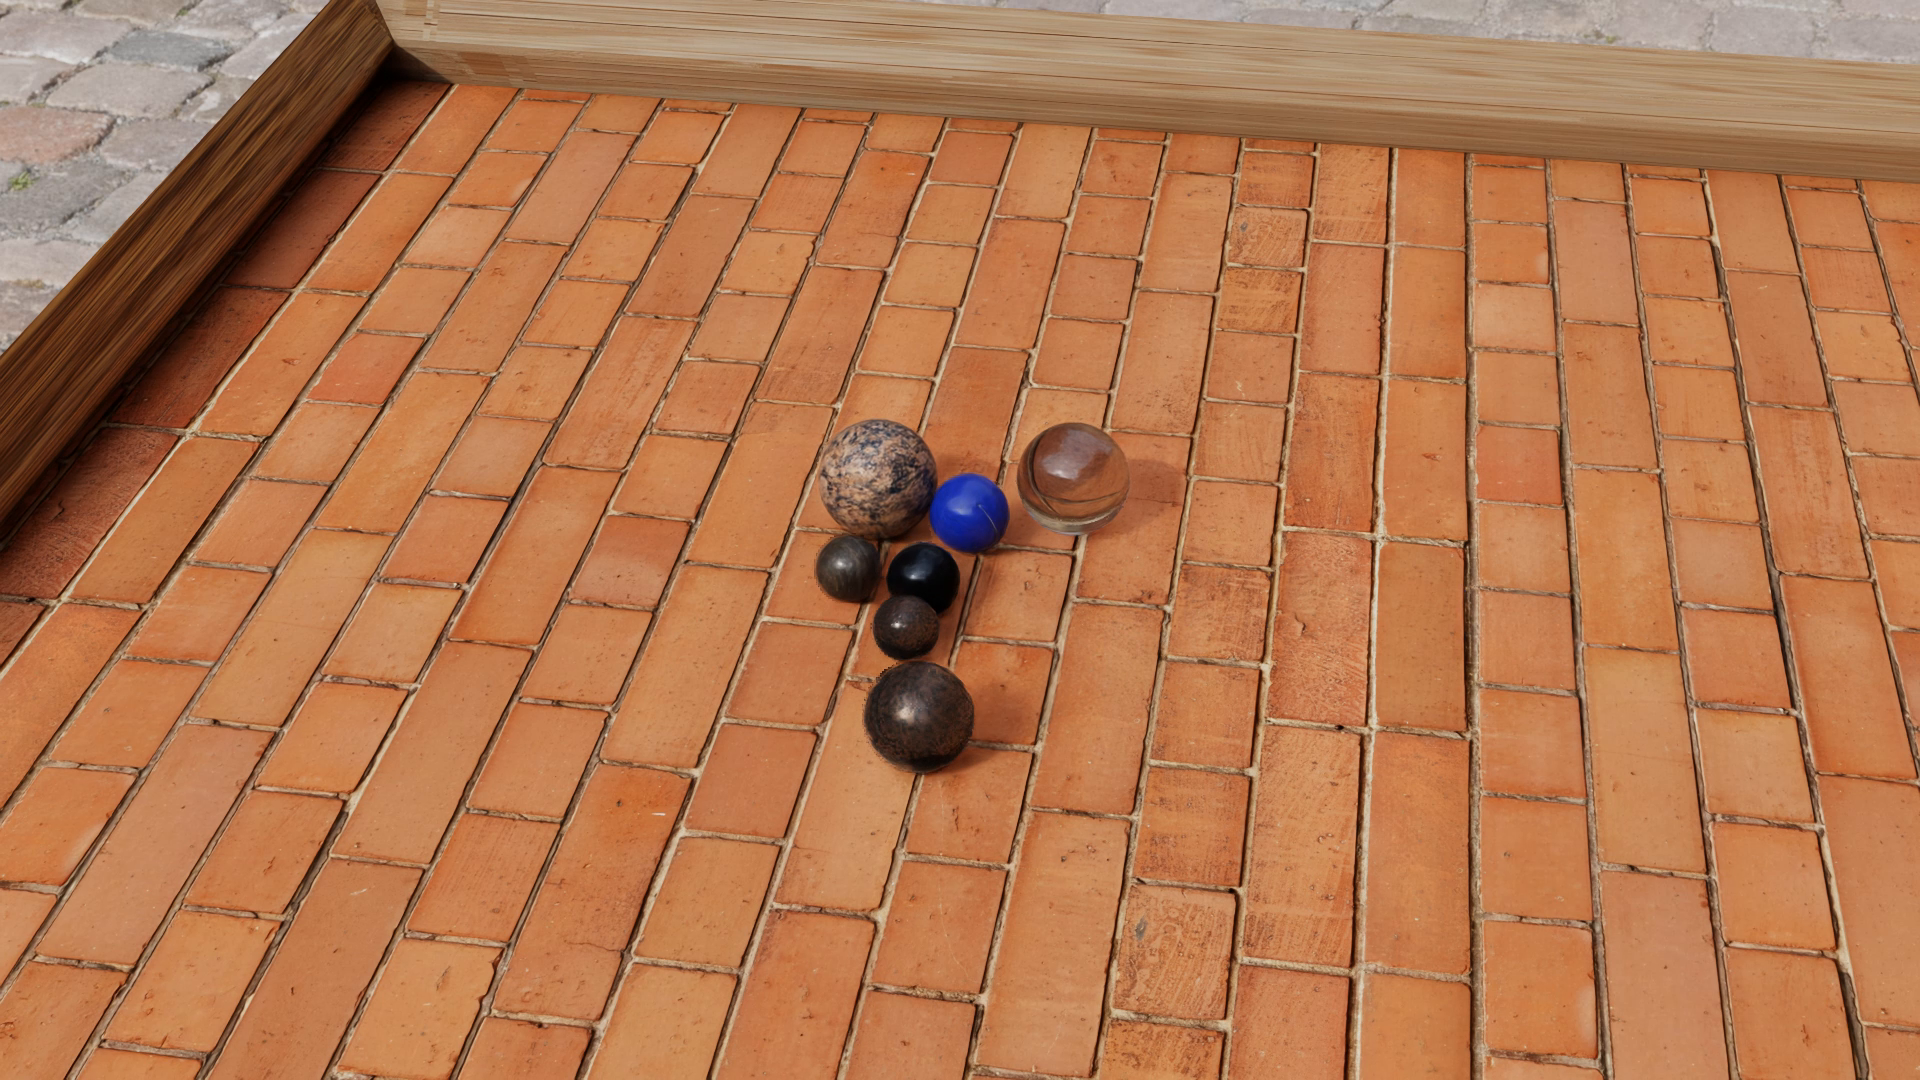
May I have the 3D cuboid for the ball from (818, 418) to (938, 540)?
[{"bbox_3d":[-0.065,-0.048,2.027,0.095,0.095,0.095,0,34,0],"label":"ball"}]

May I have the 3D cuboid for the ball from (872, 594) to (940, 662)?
[{"bbox_3d":[-0.040,0.065,1.901,0.050,0.050,0.050,0,34,0],"label":"ball"}]

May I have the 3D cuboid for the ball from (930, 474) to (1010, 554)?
[{"bbox_3d":[0.008,-0.020,2.015,0.063,0.063,0.063,0,34,0],"label":"ball"}]

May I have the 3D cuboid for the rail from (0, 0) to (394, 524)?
[{"bbox_3d":[-0.740,-0.089,2.061,0.045,0.124,1.655,5,35,7],"label":"rail"}]

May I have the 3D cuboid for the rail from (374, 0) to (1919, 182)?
[{"bbox_3d":[0.890,-0.402,2.519,3.092,0.124,0.045,5,35,7],"label":"rail"}]

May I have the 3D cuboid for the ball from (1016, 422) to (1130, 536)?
[{"bbox_3d":[0.090,-0.048,2.032,0.090,0.090,0.090,0,34,0],"label":"ball"}]

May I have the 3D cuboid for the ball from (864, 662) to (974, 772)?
[{"bbox_3d":[-0.028,0.123,1.792,0.078,0.078,0.078,0,34,0],"label":"ball"}]

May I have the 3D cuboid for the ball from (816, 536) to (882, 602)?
[{"bbox_3d":[-0.085,0.022,1.965,0.051,0.051,0.051,0,34,0],"label":"ball"}]

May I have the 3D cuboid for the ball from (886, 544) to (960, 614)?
[{"bbox_3d":[-0.028,0.030,1.947,0.056,0.056,0.056,0,34,0],"label":"ball"}]
